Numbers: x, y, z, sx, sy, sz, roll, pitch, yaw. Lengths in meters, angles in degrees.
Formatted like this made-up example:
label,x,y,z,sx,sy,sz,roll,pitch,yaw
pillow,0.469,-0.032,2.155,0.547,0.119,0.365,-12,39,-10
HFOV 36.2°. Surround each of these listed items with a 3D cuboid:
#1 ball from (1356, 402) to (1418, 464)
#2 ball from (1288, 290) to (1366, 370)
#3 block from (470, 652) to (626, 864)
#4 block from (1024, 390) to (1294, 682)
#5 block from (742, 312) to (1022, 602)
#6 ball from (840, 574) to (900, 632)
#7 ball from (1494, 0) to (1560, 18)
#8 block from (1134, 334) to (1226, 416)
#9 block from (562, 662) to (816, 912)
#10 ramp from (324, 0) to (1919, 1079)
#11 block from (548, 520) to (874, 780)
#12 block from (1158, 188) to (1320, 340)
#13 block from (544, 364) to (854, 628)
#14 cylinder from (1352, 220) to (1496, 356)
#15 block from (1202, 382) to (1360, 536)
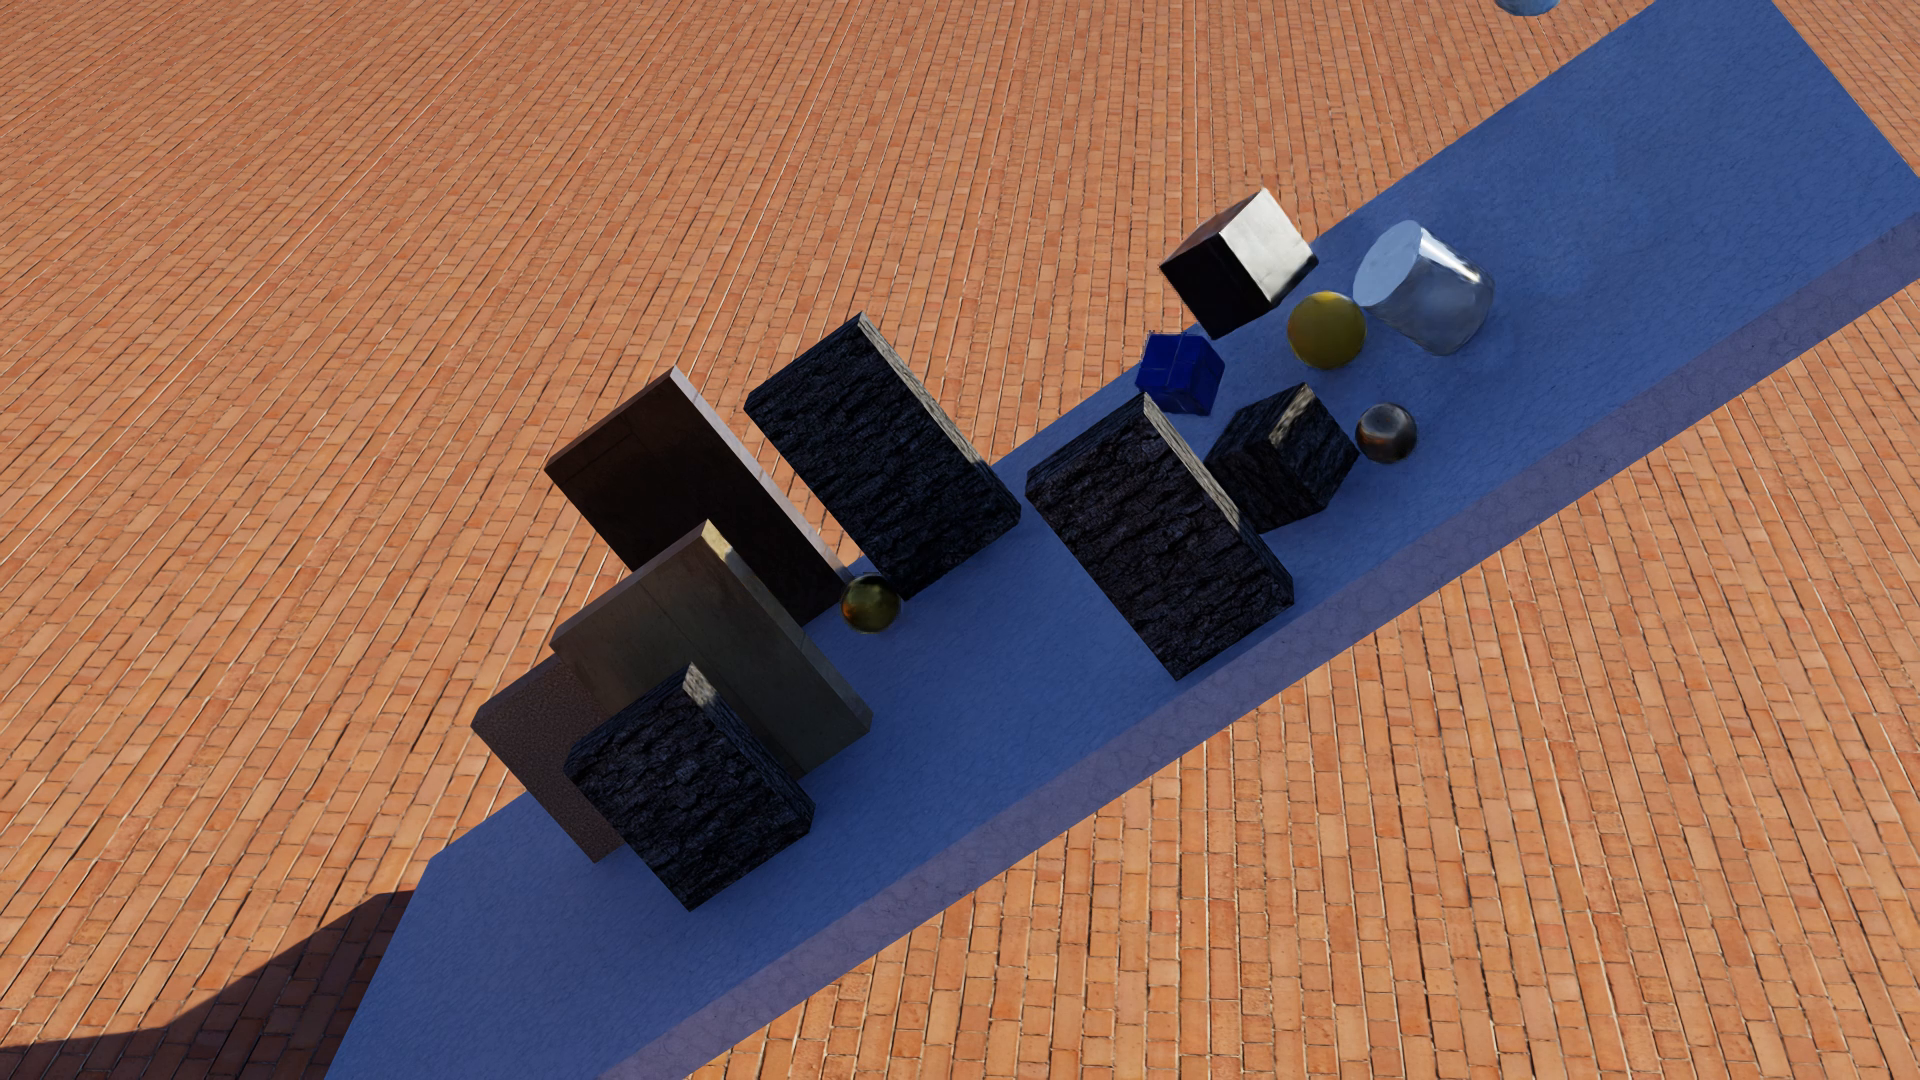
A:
label,x,y,z,sx,sy,sz,roll,pitch,yaw
ball,0.791,-0.198,5.454,0.114,0.114,0.114,0,23,0
ball,0.760,-0.434,6.089,0.164,0.164,0.164,0,23,0
block,-0.801,0.445,6.714,0.443,0.438,0.101,-35,16,17
block,0.360,-0.005,5.277,0.262,0.452,0.117,-35,16,17
block,-0.175,-0.188,6.745,0.335,0.594,0.104,-35,16,17
ball,-0.206,0.146,6.750,0.134,0.134,0.134,0,23,0
ball,1.117,-1.112,5.783,0.165,0.165,0.165,0,23,0
block,0.478,-0.359,6.379,0.128,0.128,0.128,6,-22,32
block,-0.553,0.508,6.031,0.321,0.406,0.119,-35,16,17
ramp,0.127,0.181,6.327,4.000,0.100,2.000,-35,16,17
block,-0.528,0.297,6.272,0.425,0.560,0.091,-35,16,17
block,0.606,-0.598,6.382,0.202,0.202,0.202,-26,14,50
block,-0.633,-0.037,7.187,0.404,0.696,0.082,-35,16,17
cylinder,0.900,-0.488,5.712,0.193,0.193,0.193,31,12,-23
block,0.612,-0.154,5.617,0.181,0.181,0.181,-23,23,46
